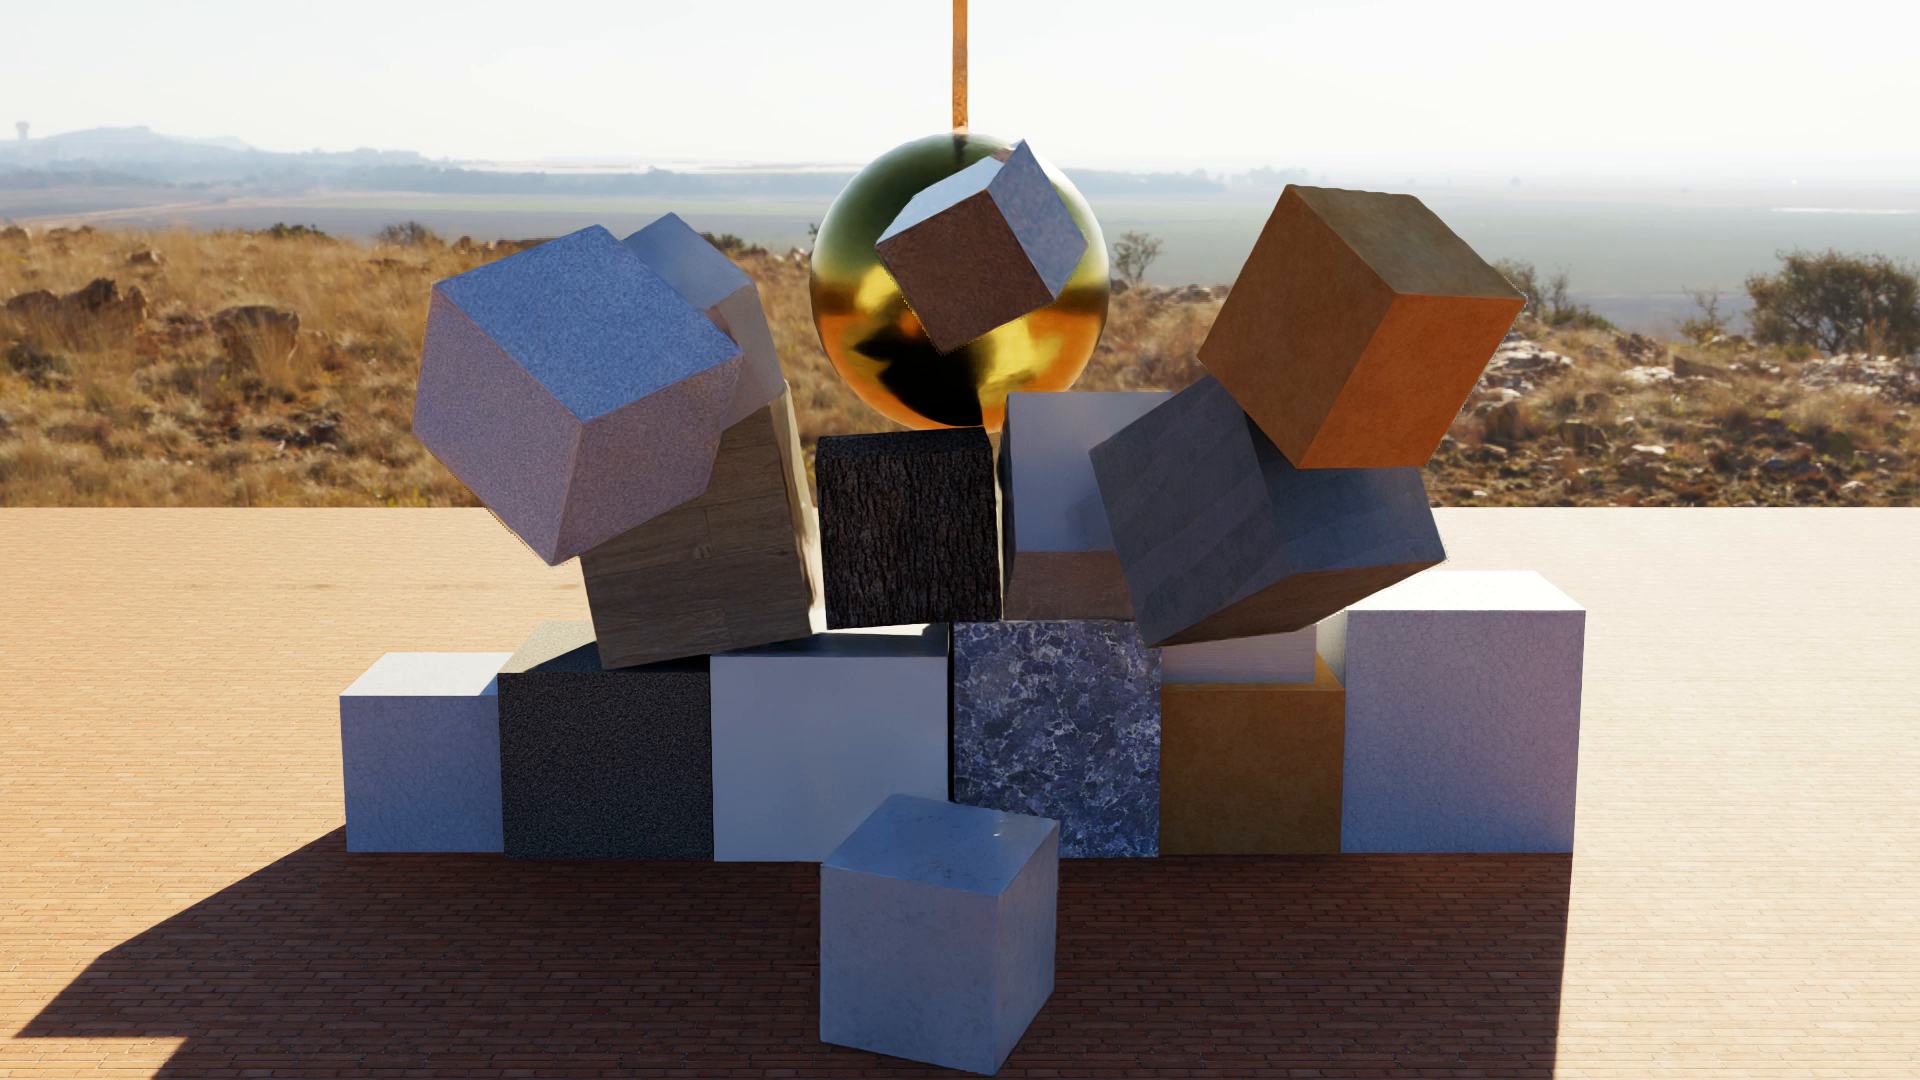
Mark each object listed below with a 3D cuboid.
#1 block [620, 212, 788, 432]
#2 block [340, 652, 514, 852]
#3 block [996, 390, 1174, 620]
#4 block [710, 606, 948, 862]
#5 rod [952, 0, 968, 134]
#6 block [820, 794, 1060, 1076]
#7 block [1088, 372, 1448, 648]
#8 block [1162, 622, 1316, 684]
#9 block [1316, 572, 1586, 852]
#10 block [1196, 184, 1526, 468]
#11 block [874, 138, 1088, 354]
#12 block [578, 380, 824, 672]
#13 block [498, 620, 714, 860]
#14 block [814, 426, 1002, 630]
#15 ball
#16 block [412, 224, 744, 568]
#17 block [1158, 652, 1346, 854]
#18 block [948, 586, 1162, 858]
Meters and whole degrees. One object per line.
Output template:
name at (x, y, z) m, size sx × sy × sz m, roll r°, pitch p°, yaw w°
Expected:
block at (-1.389, -0.945, 10.378) m, size 0.738 × 0.694 × 0.742 m, roll -34°, pitch 49°, yaw -18°
block at (-2.663, 1.081, 11.368) m, size 0.798 × 0.807 × 0.919 m, roll 0°, pitch 10°, yaw 0°
block at (0.607, -0.154, 10.531) m, size 0.782 × 0.811 × 0.853 m, roll -1°, pitch -23°, yaw -4°
block at (-0.637, 0.970, 11.338) m, size 1.152 × 1.035 × 1.187 m, roll 0°, pitch 10°, yaw 0°
rod at (0.000, -4.598, 10.654) m, size 0.080 × 5.200 × 0.080 m, roll 0°, pitch 17°, yaw 0°
block at (-0.073, 1.540, 8.701) m, size 0.719 × 0.750 × 0.748 m, roll 7°, pitch 18°, yaw 19°
block at (1.338, -0.159, 9.670) m, size 0.946 × 0.936 × 0.975 m, roll -4°, pitch -18°, yaw -37°
block at (1.372, 0.285, 11.239) m, size 0.776 × 0.745 × 0.706 m, roll 0°, pitch 10°, yaw -2°
block at (2.480, 0.863, 11.350) m, size 1.165 × 1.240 × 0.983 m, roll 0°, pitch 10°, yaw 0°
block at (1.588, -0.844, 8.793) m, size 0.733 × 0.833 × 0.734 m, roll -2°, pitch 42°, yaw -36°
block at (0.108, -1.380, 10.315) m, size 0.645 × 0.605 × 0.623 m, roll -22°, pitch 21°, yaw 30°
block at (-1.325, -0.104, 11.165) m, size 1.044 × 1.151 × 1.110 m, roll -10°, pitch 10°, yaw 2°
block at (-1.738, 1.008, 11.368) m, size 1.032 × 0.949 × 1.173 m, roll 0°, pitch 10°, yaw 0°
block at (-0.262, -0.076, 11.045) m, size 0.857 × 0.834 × 0.871 m, roll -4°, pitch 10°, yaw -2°
ball at (0.000, -1.347, 11.650) m, size 1.600 × 1.600 × 1.600 m, roll 0°, pitch 10°, yaw 0°
block at (-1.606, -0.617, 9.182) m, size 0.930 × 0.816 × 0.865 m, roll 41°, pitch 46°, yaw 20°
block at (1.435, 1.065, 11.369) m, size 0.913 × 0.837 × 0.989 m, roll 0°, pitch 10°, yaw -1°
block at (0.462, 0.897, 11.295) m, size 1.014 × 1.194 × 1.029 m, roll 0°, pitch 10°, yaw -2°
